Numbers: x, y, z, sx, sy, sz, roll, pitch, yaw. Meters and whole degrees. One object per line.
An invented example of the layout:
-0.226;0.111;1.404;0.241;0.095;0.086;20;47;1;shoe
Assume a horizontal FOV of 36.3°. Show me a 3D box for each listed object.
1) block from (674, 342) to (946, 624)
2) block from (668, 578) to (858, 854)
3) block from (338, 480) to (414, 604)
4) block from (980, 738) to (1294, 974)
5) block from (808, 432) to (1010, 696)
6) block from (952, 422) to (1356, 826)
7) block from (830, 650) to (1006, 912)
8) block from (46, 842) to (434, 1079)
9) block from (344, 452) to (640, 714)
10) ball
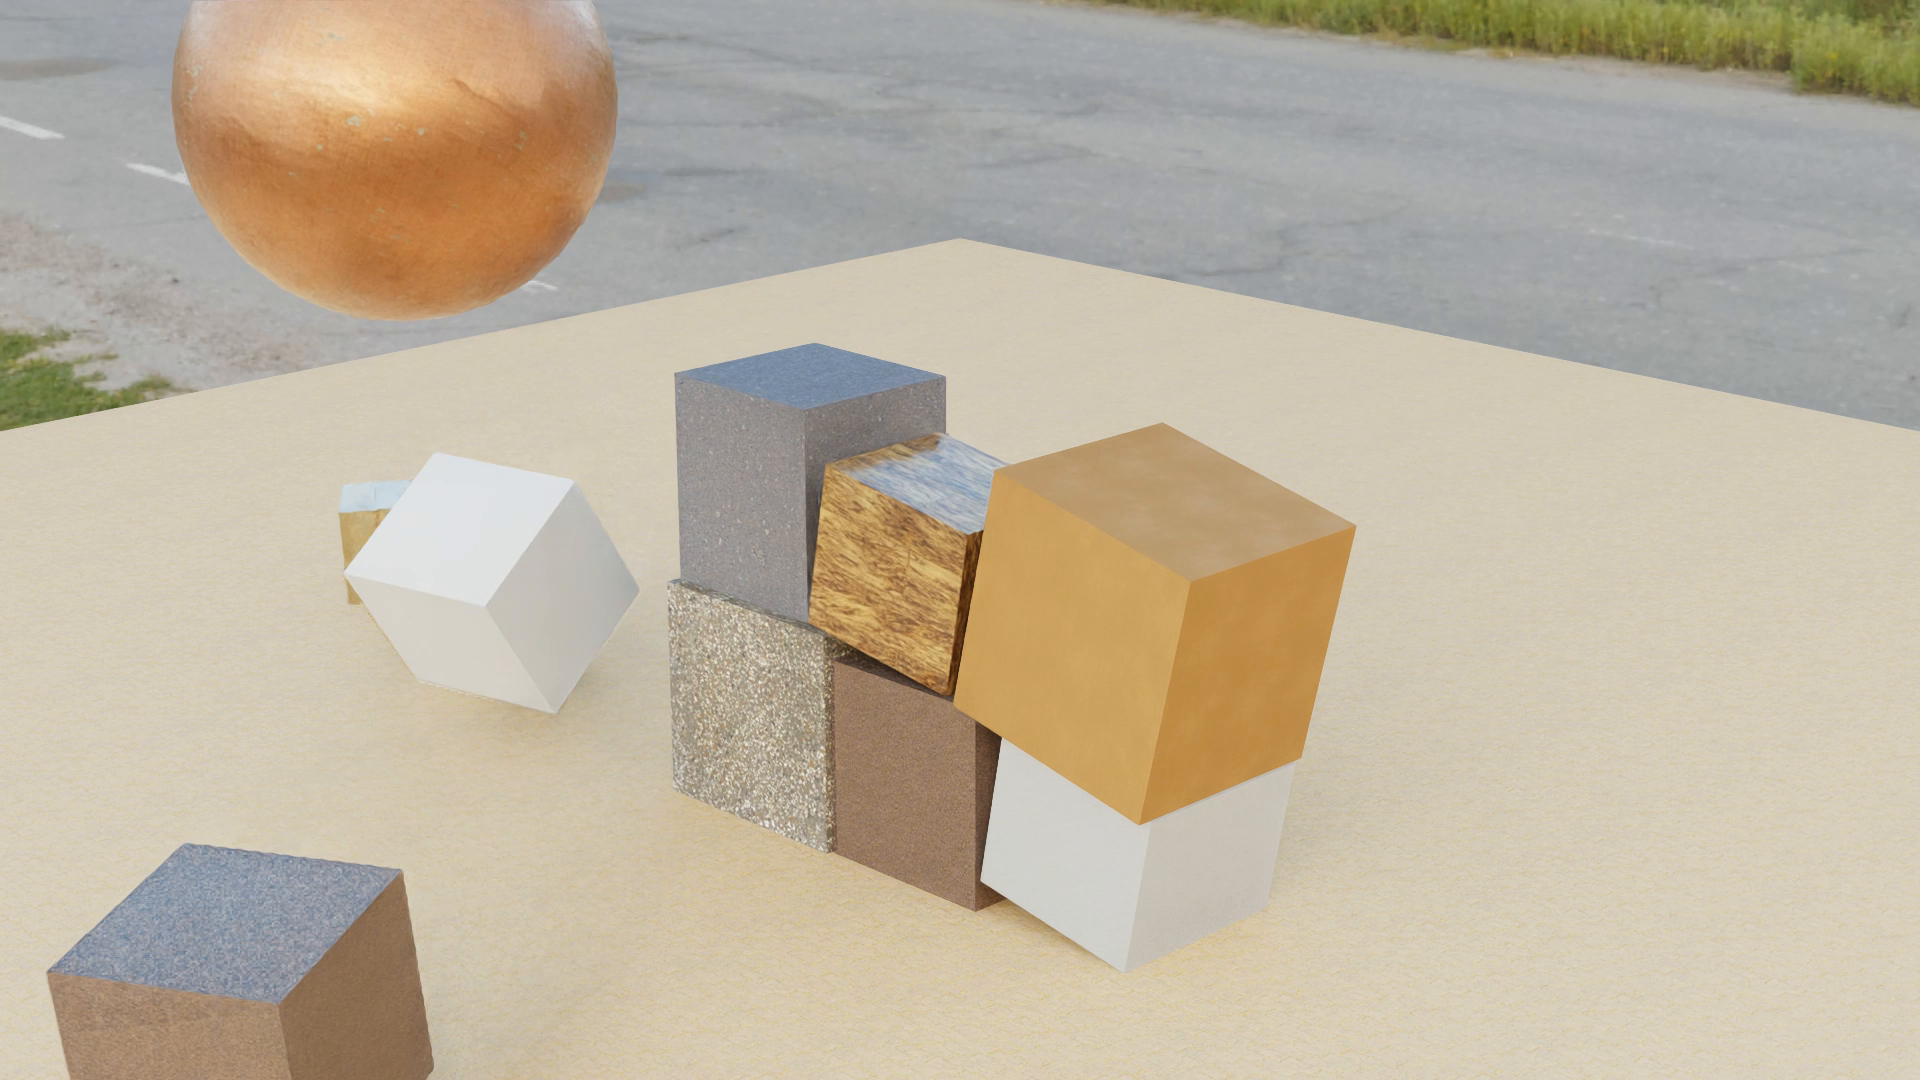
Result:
-0.708;-0.294;13.986;0.884;1.019;0.935;-16;24;-41;block
-0.634;0.719;14.259;1.080;1.078;1.115;-17;24;-42;block
-3.375;0.003;17.357;0.520;0.559;0.590;-5;18;-8;block
0.777;1.243;12.904;0.945;0.745;0.878;-17;34;-42;block
-0.078;0.094;13.304;0.878;0.790;0.750;26;30;36;block
0.820;0.330;12.569;1.069;1.148;1.117;-17;36;-42;block
0.090;0.997;13.573;0.996;0.959;0.931;-17;24;-42;block
-2.612;1.769;10.762;0.927;0.882;0.912;5;26;18;block
-2.343;0.210;14.763;0.938;0.838;0.829;11;54;32;block
-2.050;-1.595;10.692;1.600;1.600;1.600;0;17;0;ball
